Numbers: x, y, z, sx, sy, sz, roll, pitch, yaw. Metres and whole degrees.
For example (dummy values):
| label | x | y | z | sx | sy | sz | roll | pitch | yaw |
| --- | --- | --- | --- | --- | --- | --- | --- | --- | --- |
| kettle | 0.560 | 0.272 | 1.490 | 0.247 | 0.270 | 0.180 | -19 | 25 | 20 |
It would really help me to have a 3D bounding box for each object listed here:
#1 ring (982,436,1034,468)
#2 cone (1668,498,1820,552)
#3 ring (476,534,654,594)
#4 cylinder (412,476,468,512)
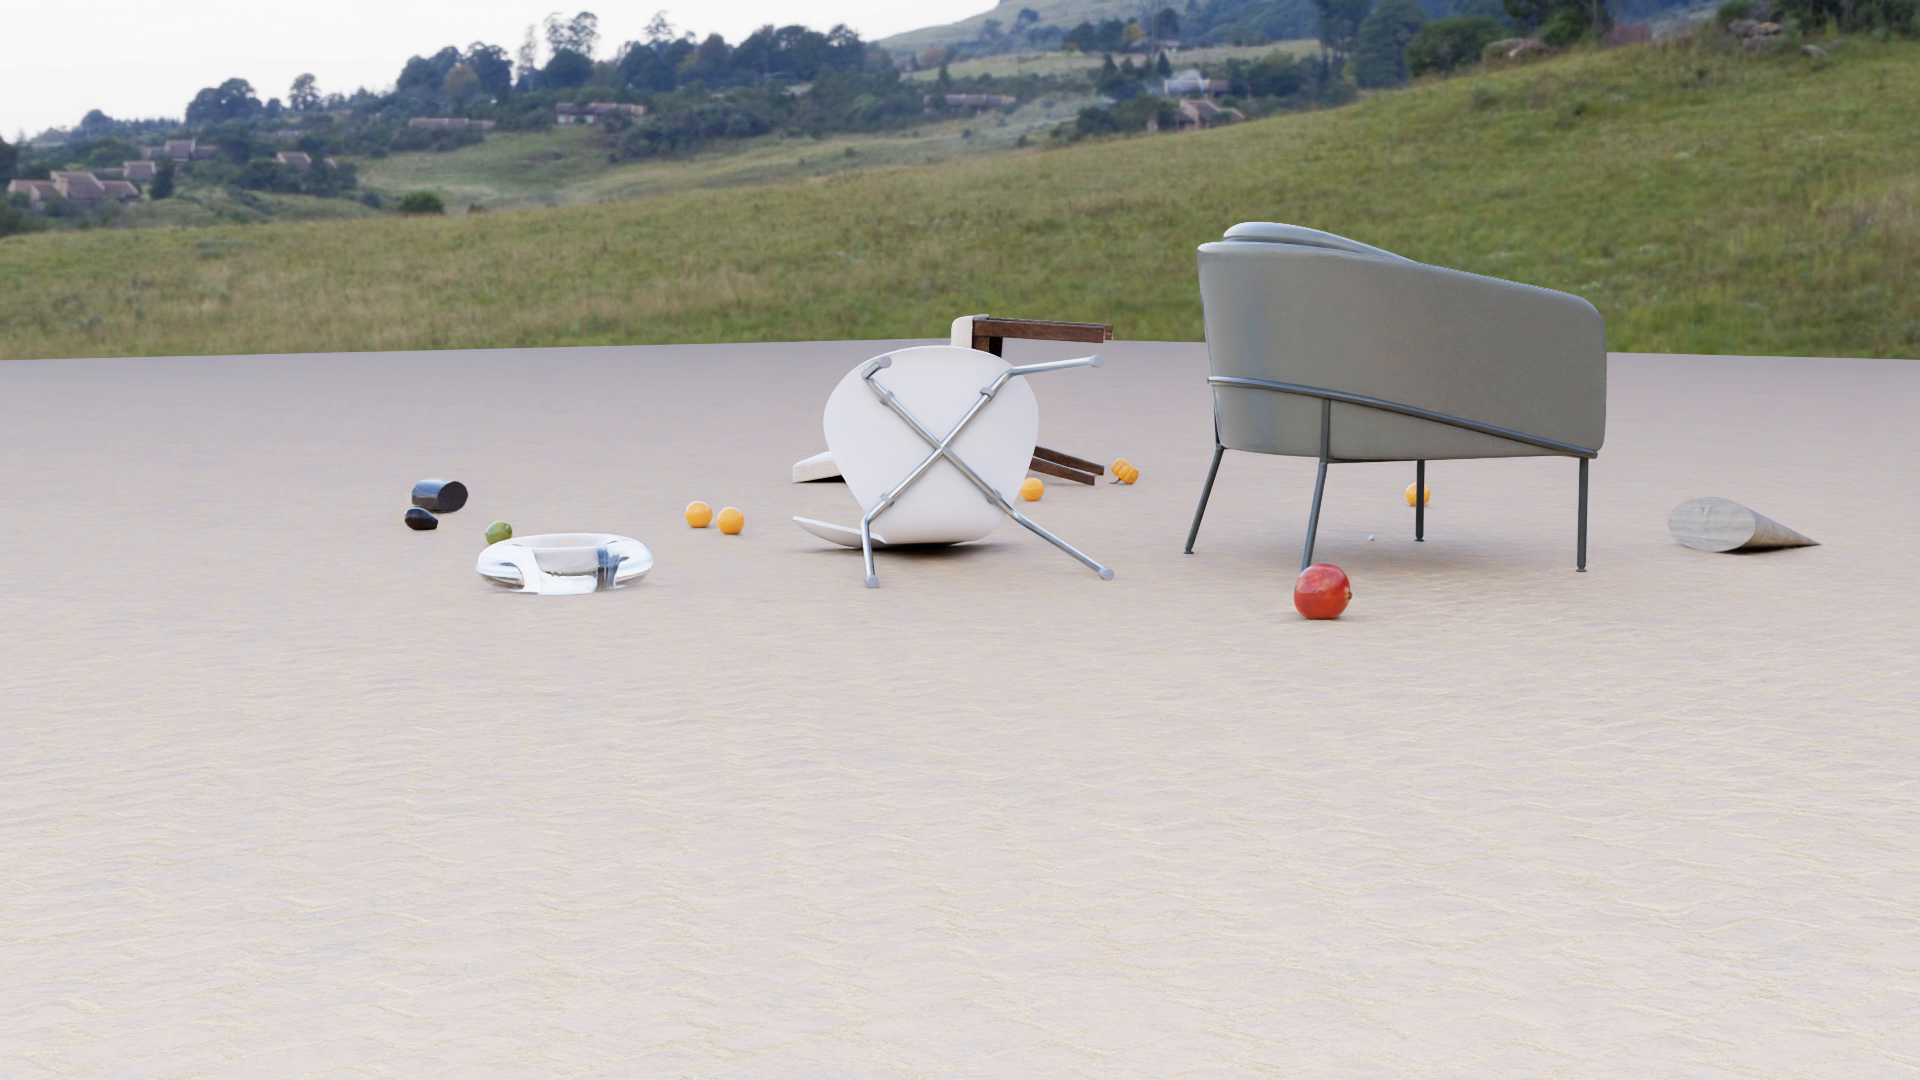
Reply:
| label | x | y | z | sx | sy | sz | roll | pitch | yaw |
| --- | --- | --- | --- | --- | --- | --- | --- | --- | --- |
| ring | 0.166 | -0.304 | 8.895 | 0.190 | 0.098 | 0.142 | -4 | 9 | -26 |
| cone | 1.960 | -0.013 | 6.228 | 0.351 | 0.131 | 0.315 | 9 | 1 | -24 |
| ring | -0.838 | 0.050 | 5.450 | 0.348 | 0.099 | 0.394 | 6 | 9 | 40 |
| cylinder | -1.457 | -0.123 | 7.179 | 0.121 | 0.086 | 0.105 | -13 | 20 | 37 |
